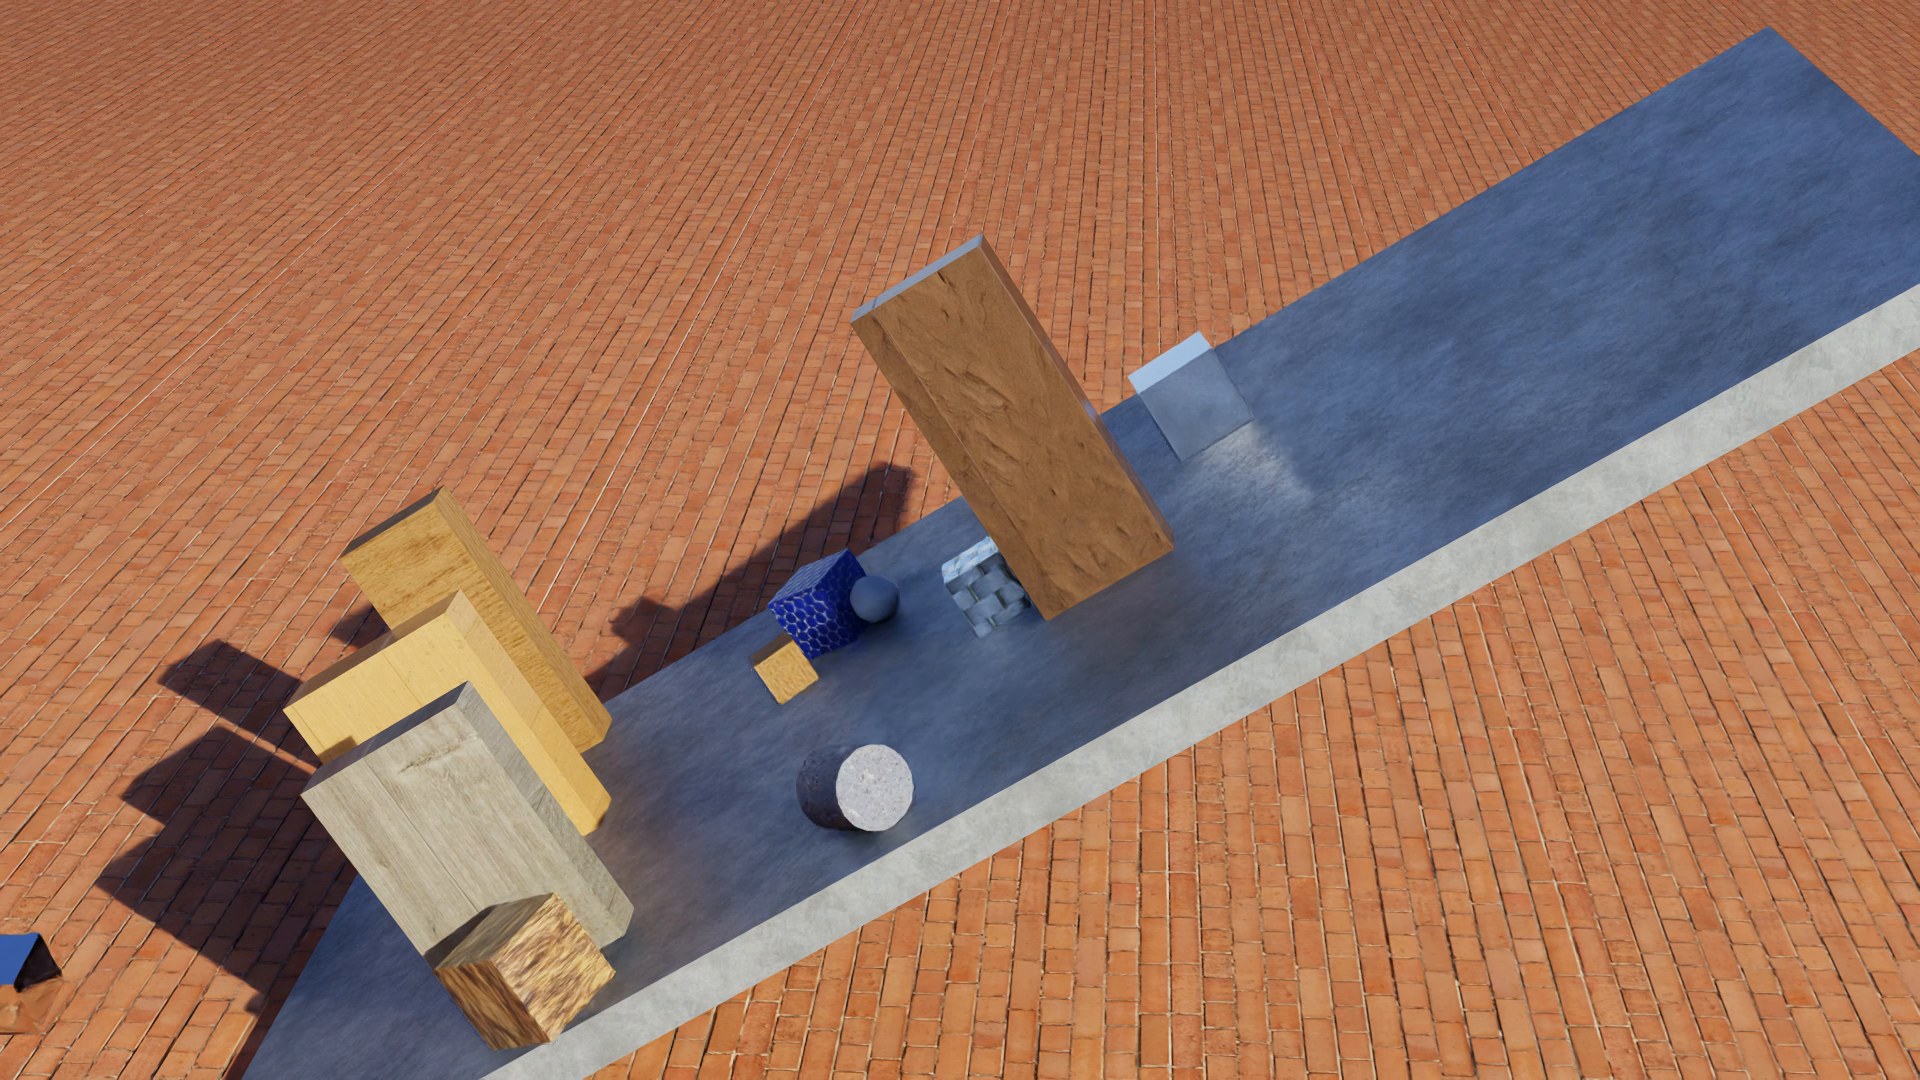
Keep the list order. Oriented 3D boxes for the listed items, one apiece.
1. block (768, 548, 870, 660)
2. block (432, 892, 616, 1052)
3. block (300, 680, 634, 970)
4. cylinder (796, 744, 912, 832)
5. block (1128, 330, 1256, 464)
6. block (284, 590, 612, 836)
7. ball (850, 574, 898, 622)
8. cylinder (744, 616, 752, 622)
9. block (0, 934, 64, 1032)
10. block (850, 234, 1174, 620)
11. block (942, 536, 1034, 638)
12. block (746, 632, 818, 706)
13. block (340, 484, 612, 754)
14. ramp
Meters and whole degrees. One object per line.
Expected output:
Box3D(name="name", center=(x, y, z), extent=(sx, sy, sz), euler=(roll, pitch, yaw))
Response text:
Box3D(name="block", center=(-0.306, 0.148, 6.781), extent=(0.162, 0.162, 0.162), euler=(-21, 19, 38))
Box3D(name="block", center=(-0.839, 0.832, 5.664), extent=(0.202, 0.202, 0.202), euler=(-18, 22, 46))
Box3D(name="block", center=(-0.978, 0.623, 5.869), extent=(0.380, 0.582, 0.119), euler=(-30, 15, 13))
Box3D(name="cylinder", center=(-0.200, 0.467, 5.552), extent=(0.163, 0.163, 0.163), euler=(-12, 3, -30))
Box3D(name="block", center=(0.510, -0.316, 6.486), extent=(0.187, 0.187, 0.187), euler=(-32, 15, 5))
Box3D(name="block", center=(-1.151, 0.485, 6.632), extent=(0.450, 0.600, 0.149), euler=(-30, 15, 13))
Box3D(name="ball", center=(-0.195, 0.132, 6.699), extent=(0.111, 0.111, 0.111), euler=(0, 20, 0))
Box3D(name="cylinder", center=(-0.553, 0.302, 8.959), extent=(0.170, 0.170, 0.170), euler=(-10, 22, -26))
Box3D(name="block", center=(-2.183, 1.016, 6.746), extent=(0.158, 0.158, 0.158), euler=(-3, 38, 13))
Box3D(name="block", center=(0.111, -0.223, 5.946), extent=(0.305, 0.741, 0.101), euler=(-30, 15, 13))
Box3D(name="block", center=(0.061, 0.094, 6.223), extent=(0.142, 0.142, 0.142), euler=(-32, 15, 6))
Box3D(name="block", center=(-0.400, 0.289, 6.639), extent=(0.107, 0.107, 0.107), euler=(-35, 15, -6))
Box3D(name="block", center=(-1.181, 0.246, 7.208), extent=(0.279, 0.722, 0.135), euler=(-30, 15, 13))
Box3D(name="ramp", center=(0.141, 0.169, 6.292), extent=(4.000, 0.100, 2.000), euler=(-30, 15, 13))
